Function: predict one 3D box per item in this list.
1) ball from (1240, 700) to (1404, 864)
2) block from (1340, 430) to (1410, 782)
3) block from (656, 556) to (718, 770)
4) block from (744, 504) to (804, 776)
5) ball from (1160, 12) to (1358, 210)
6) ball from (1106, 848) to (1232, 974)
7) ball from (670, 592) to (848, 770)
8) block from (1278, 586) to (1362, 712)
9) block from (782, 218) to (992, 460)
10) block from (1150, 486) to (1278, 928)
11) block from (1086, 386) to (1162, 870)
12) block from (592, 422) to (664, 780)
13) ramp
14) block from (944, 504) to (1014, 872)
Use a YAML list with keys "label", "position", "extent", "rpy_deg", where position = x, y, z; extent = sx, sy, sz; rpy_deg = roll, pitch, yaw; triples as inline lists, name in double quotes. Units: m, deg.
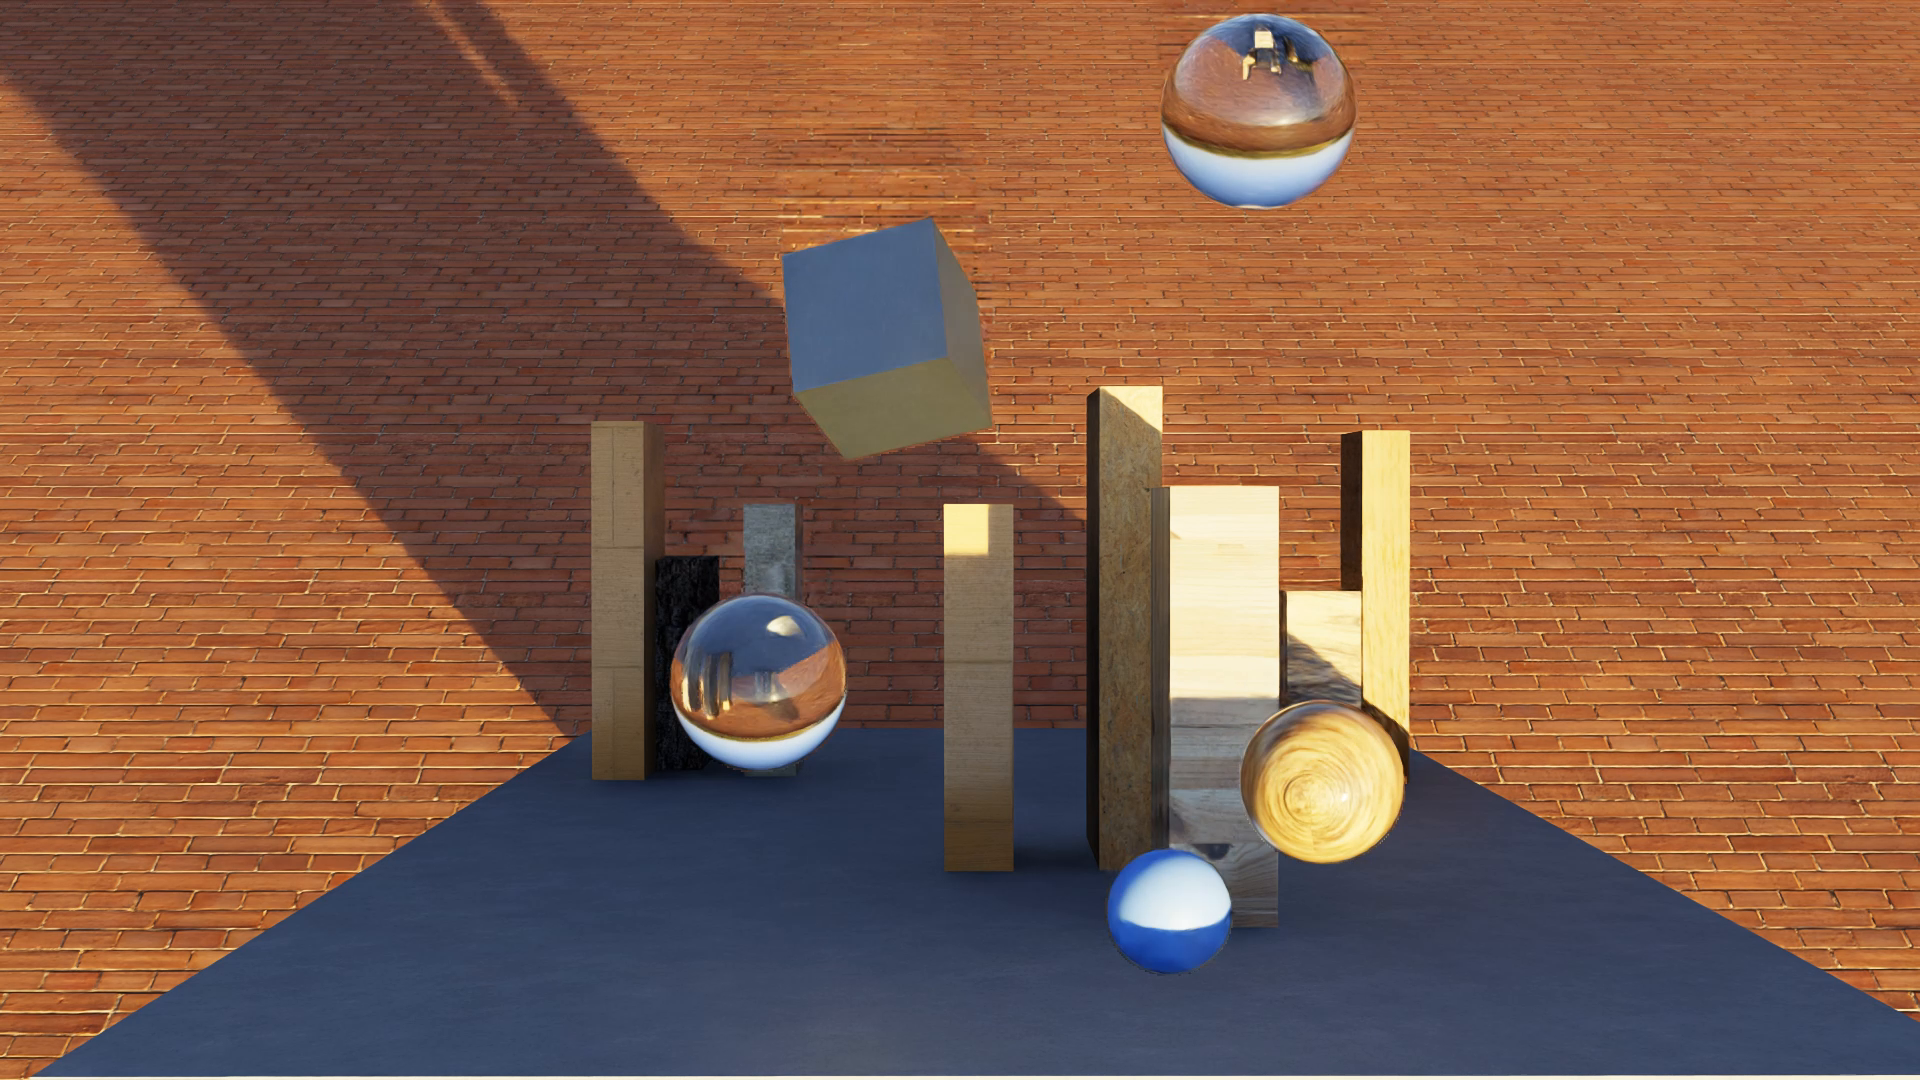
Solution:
- label: "ball"
  position: [0.381, 0.254, 2.721]
  extent: [0.172, 0.172, 0.172]
  rpy_deg: [0, 28, 0]
- label: "block"
  position: [0.875, 0.135, 5.459]
  extent: [0.097, 0.724, 0.302]
  rpy_deg: [0, 1, 0]
- label: "block"
  position: [-0.633, 0.267, 5.776]
  extent: [0.149, 0.453, 0.400]
  rpy_deg: [0, 1, 0]
- label: "block"
  position: [-0.400, 0.210, 5.578]
  extent: [0.108, 0.573, 0.282]
  rpy_deg: [0, 1, 0]
- label: "ball"
  position: [0.290, -0.417, 2.516]
  extent: [0.190, 0.190, 0.190]
  rpy_deg: [0, 28, 0]
- label: "ball"
  position: [0.239, 0.424, 2.955]
  extent: [0.142, 0.142, 0.142]
  rpy_deg: [0, 28, 0]
- label: "ball"
  position: [-0.215, 0.151, 2.764]
  extent: [0.190, 0.190, 0.190]
  rpy_deg: [0, 28, 0]
- label: "block"
  position: [0.697, 0.299, 5.134]
  extent: [0.144, 0.406, 0.373]
  rpy_deg: [0, 1, 0]
- label: "block"
  position: [-0.076, -0.209, 2.721]
  extent: [0.165, 0.165, 0.165]
  rpy_deg: [-13, 64, 12]
- label: "block"
  position: [0.358, 0.224, 3.678]
  extent: [0.147, 0.598, 0.348]
  rpy_deg: [0, 1, 0]
- label: "block"
  position: [0.267, 0.136, 4.251]
  extent: [0.098, 0.758, 0.406]
  rpy_deg: [0, 1, 0]
- label: "block"
  position: [-0.712, 0.123, 5.565]
  extent: [0.109, 0.746, 0.390]
  rpy_deg: [0, 1, 0]
- label: "ramp"
  position: [0.062, 0.560, 4.598]
  extent: [2.000, 0.100, 4.000]
  rpy_deg: [0, 1, 0]
- label: "block"
  position: [0.029, 0.229, 4.173]
  extent: [0.108, 0.574, 0.269]
  rpy_deg: [0, 1, 0]
